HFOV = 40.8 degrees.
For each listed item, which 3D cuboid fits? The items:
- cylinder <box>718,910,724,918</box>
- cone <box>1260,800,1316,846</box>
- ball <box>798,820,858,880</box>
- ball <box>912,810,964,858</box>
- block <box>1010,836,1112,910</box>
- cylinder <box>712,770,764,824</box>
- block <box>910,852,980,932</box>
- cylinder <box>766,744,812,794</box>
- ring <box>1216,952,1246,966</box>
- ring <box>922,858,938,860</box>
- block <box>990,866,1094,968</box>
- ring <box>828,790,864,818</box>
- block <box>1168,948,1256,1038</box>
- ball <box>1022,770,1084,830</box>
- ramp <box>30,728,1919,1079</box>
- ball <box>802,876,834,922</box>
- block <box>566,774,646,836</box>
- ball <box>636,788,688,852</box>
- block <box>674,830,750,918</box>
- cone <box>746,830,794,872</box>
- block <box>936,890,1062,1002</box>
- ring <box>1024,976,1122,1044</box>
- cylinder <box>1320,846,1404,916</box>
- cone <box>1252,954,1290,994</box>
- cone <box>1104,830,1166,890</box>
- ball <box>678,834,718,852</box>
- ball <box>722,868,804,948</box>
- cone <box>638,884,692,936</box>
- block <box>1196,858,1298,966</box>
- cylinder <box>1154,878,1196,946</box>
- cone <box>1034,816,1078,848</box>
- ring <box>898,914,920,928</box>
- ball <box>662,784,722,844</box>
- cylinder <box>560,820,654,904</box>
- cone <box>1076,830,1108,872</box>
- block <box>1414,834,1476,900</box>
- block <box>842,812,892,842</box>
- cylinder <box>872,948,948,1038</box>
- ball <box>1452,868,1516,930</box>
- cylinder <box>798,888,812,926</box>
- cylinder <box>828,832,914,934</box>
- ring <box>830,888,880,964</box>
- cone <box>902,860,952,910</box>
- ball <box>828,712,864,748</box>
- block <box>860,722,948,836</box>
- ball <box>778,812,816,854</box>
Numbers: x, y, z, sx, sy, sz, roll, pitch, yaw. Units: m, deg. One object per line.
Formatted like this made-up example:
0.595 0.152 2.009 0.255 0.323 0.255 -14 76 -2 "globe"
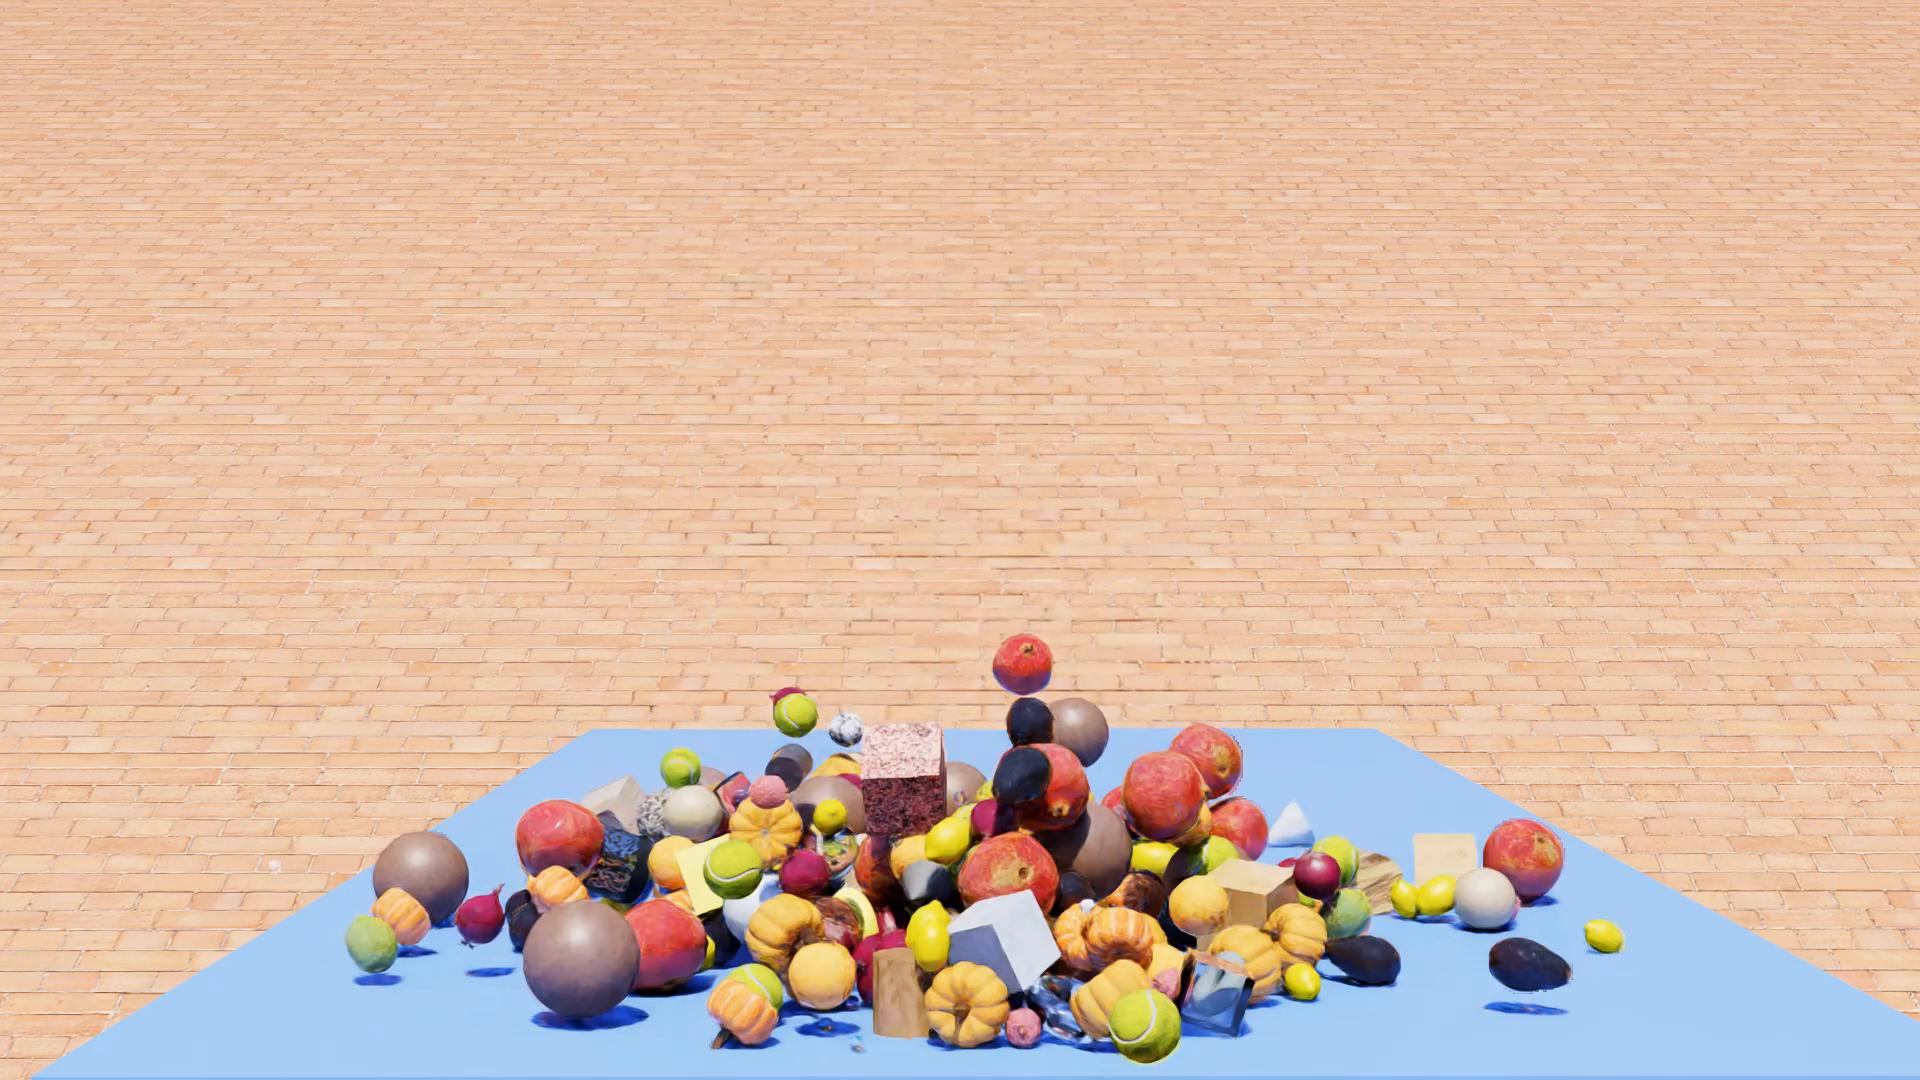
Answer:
-0.304 0.497 3.584 0.057 0.057 0.057 10 4 19 "cylinder"
0.539 0.495 4.337 0.085 0.085 0.085 -27 33 -7 "cone"
-0.158 0.372 3.102 0.074 0.074 0.074 0 28 0 "ball"
-0.035 0.475 4.159 0.083 0.083 0.083 0 28 0 "ball"
0.119 0.450 3.357 0.092 0.092 0.092 -57 18 -21 "block"
-0.327 0.378 3.789 0.057 0.057 0.057 -29 77 -43 "cylinder"
-0.019 0.448 3.201 0.073 0.073 0.073 -23 39 -10 "block"
-0.232 0.310 3.505 0.052 0.052 0.052 6 17 12 "cylinder"
0.287 0.494 2.895 0.079 0.026 0.079 -41 11 10 "ring"
-0.020 0.469 3.368 0.041 0.122 0.122 -32 25 13 "ring"
0.091 0.461 3.165 0.085 0.085 0.085 -4 47 49 "block"
-0.169 0.414 4.047 0.078 0.078 0.026 -11 71 -20 "ring"
0.274 0.492 2.808 0.067 0.067 0.067 18 2 -5 "block"
0.136 0.381 3.758 0.091 0.091 0.091 0 28 0 "ball"
0.062 0.561 4.599 2.000 0.100 4.000 0 1 0 "ramp"
-0.186 0.493 3.563 0.066 0.066 0.066 0 28 0 "ball"
-0.542 0.443 4.061 0.090 0.090 0.090 -24 22 28 "block"
-0.427 0.409 3.782 0.093 0.093 0.093 0 28 0 "ball"
-0.303 0.419 3.227 0.081 0.081 0.081 -19 -10 -8 "block"
-0.282 0.454 3.593 0.074 0.074 0.074 13 34 24 "cone"
0.043 0.448 2.853 0.083 0.083 0.083 -19 9 38 "block"
0.122 0.508 2.791 0.113 0.038 0.113 17 13 -4 "ring"
0.567 0.481 3.644 0.087 0.087 0.087 -9 4 -17 "cylinder"
0.352 0.522 3.034 0.051 0.051 0.051 -27 30 0 "cone"
0.242 0.499 3.867 0.095 0.095 0.095 -32 40 -32 "cone"
-0.417 0.485 4.105 0.066 0.066 0.066 0 28 0 "ball"
-0.238 0.443 3.117 0.096 0.096 0.096 0 28 0 "ball"
-0.409 0.507 3.438 0.078 0.078 0.078 11 15 20 "cone"
0.362 0.468 3.252 0.095 0.095 0.095 7 16 31 "block"
0.294 0.481 3.340 0.065 0.065 0.065 14 65 25 "cylinder"
0.114 0.409 3.501 0.064 0.064 0.064 0 20 -46 "cone"
-0.060 0.507 3.526 0.117 0.039 0.117 -1 -3 0 "ring"
-0.377 0.387 3.643 0.084 0.084 0.084 0 28 0 "ball"
-0.472 0.430 3.446 0.092 0.092 0.092 21 18 -26 "cylinder"
0.163 0.492 3.841 0.091 0.091 0.091 11 24 20 "cone"
0.697 0.469 3.703 0.087 0.087 0.087 -3 -12 11 "block"
-0.155 0.476 4.305 0.078 0.078 0.078 0 1 -7 "block"
-0.054 0.494 2.823 0.084 0.084 0.084 0 1 0 "cylinder"
0.707 0.484 3.483 0.085 0.085 0.085 0 28 0 "ball"
-0.232 0.489 3.410 0.054 0.054 0.054 -29 29 4 "cylinder"
-0.119 0.457 3.428 0.099 0.099 0.099 -13 54 -23 "cylinder"
-0.132 0.480 3.207 0.033 0.098 0.098 -12 30 -28 "ring"
-0.049 0.422 3.093 0.064 0.064 0.064 8 12 15 "cone"
-0.172 0.287 3.918 0.054 0.054 0.054 0 28 0 "ball"
-0.068 0.293 3.168 0.096 0.096 0.096 -3 38 3 "block"
-0.240 0.438 3.859 0.062 0.062 0.062 0 28 0 "ball"
